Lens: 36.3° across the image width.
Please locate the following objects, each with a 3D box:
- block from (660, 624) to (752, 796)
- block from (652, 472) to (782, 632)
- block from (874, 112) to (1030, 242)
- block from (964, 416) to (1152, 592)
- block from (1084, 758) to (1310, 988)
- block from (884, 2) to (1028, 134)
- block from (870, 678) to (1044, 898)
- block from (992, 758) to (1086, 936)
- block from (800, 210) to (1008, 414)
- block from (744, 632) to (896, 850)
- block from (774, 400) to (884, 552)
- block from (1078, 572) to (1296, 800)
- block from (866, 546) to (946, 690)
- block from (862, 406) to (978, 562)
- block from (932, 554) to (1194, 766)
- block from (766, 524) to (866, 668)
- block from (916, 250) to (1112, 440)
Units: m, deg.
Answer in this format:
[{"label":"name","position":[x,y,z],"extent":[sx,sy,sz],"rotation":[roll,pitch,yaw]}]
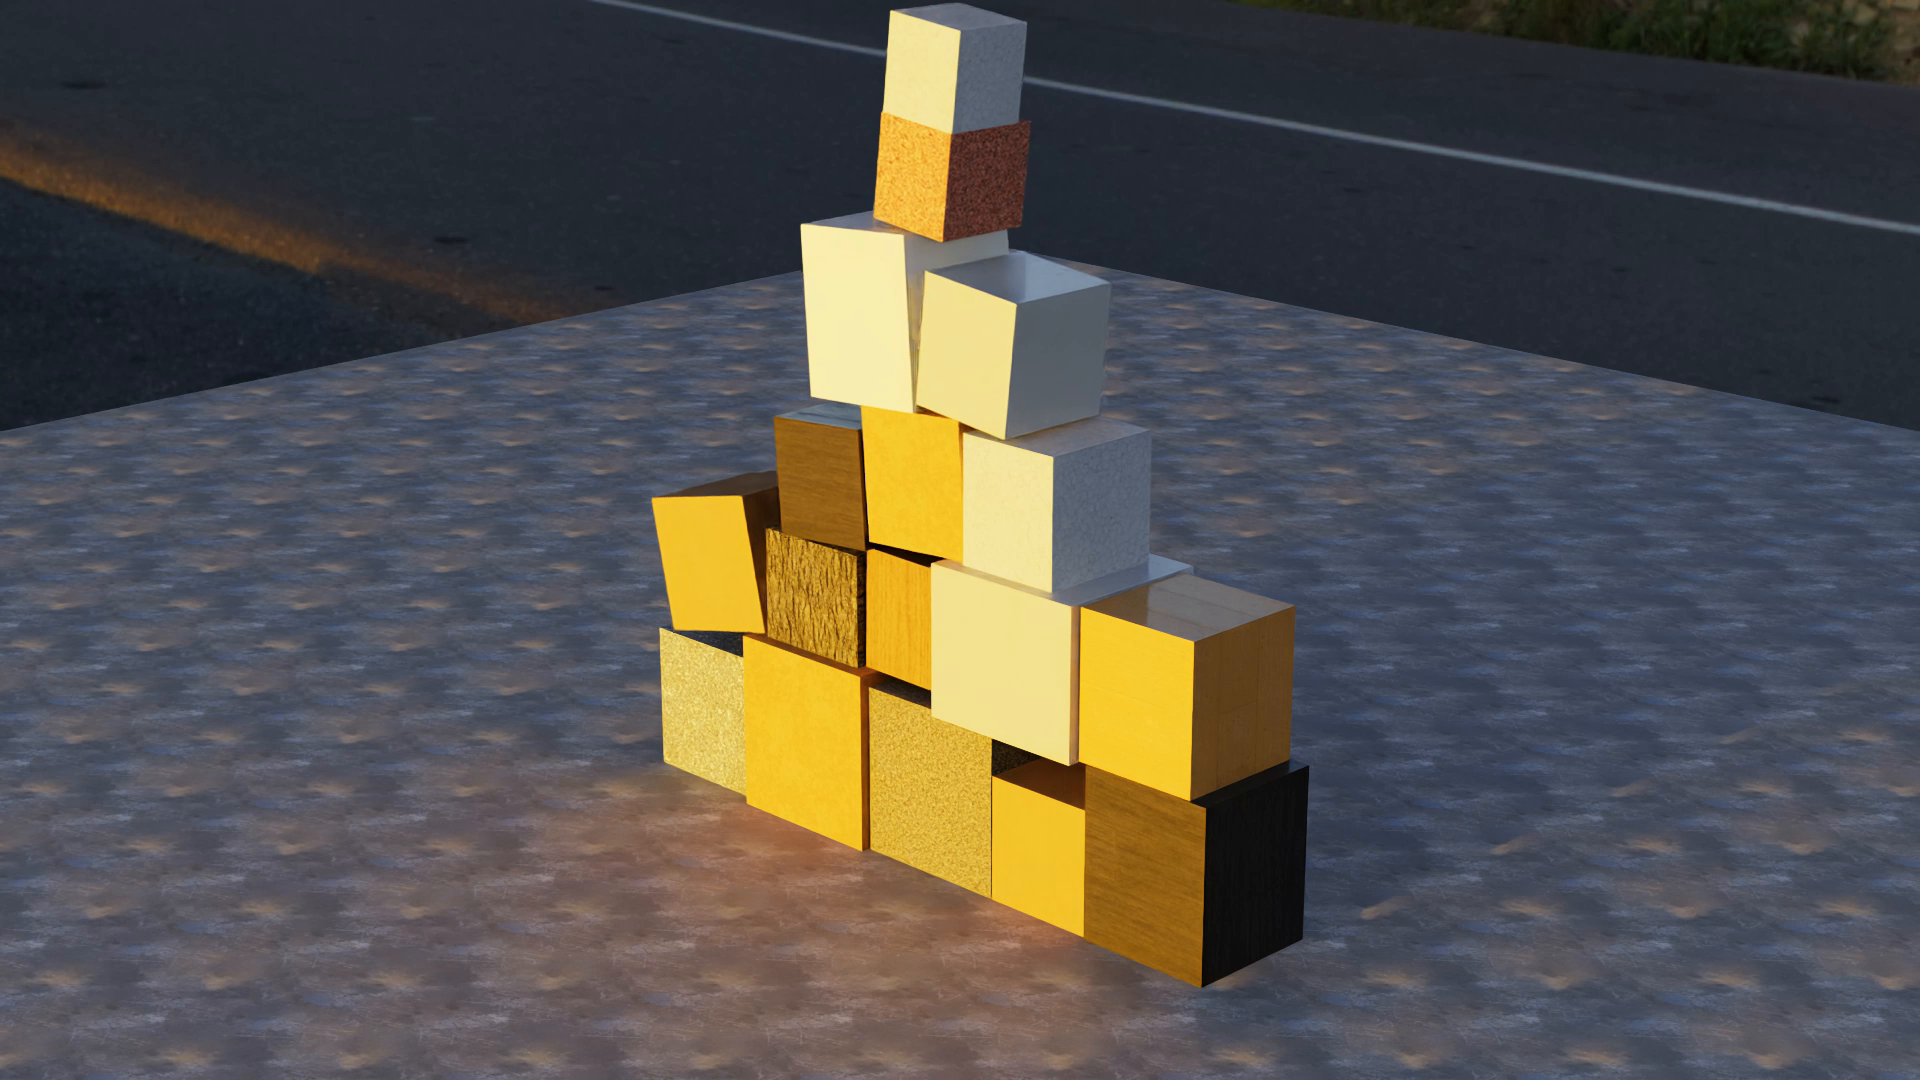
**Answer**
[{"label":"block","position":[-1.030,0.786,14.649],"extent":[0.611,0.716,0.700],"rotation":[-17,24,-42]},{"label":"block","position":[-0.993,0.050,14.410],"extent":[0.649,0.665,0.695],"rotation":[-17,11,-42]},{"label":"block","position":[-0.036,-1.629,12.891],"extent":[0.494,0.478,0.432],"rotation":[-17,31,-42]},{"label":"block","position":[0.425,-0.185,12.831],"extent":[0.533,0.602,0.627],"rotation":[17,24,42]},{"label":"block","position":[1.017,1.353,12.676],"extent":[0.680,0.817,0.675],"rotation":[-17,24,-42]},{"label":"block","position":[-0.023,-2.048,12.694],"extent":[0.409,0.446,0.426],"rotation":[-17,31,-42]},{"label":"block","position":[0.093,1.076,13.571],"extent":[0.659,0.808,0.789],"rotation":[-17,24,-42]},{"label":"block","position":[0.578,1.323,13.140],"extent":[0.660,0.596,0.565],"rotation":[-17,24,-42]},{"label":"block","position":[-0.234,-1.057,13.276],"extent":[0.646,0.793,0.666],"rotation":[-17,20,-42]},{"label":"block","position":[-0.469,0.873,14.124],"extent":[0.787,0.866,0.817],"rotation":[-17,24,-42]},{"label":"block","position":[-0.415,-0.331,13.683],"extent":[0.570,0.564,0.657],"rotation":[11,20,44]},{"label":"block","position":[0.965,0.614,12.501],"extent":[0.657,0.700,0.627],"rotation":[-17,24,-42]},{"label":"block","position":[-0.038,0.314,13.501],"extent":[0.553,0.582,0.557],"rotation":[-17,25,-42]},{"label":"block","position":[0.011,-0.322,13.253],"extent":[0.629,0.638,0.616],"rotation":[-17,20,-42]},{"label":"block","position":[0.450,0.452,13.011],"extent":[0.792,0.721,0.841],"rotation":[-17,24,-42]},{"label":"block","position":[-0.469,0.200,13.915],"extent":[0.640,0.544,0.627],"rotation":[-17,24,-42]},{"label":"block","position":[0.232,-0.860,12.827],"extent":[0.597,0.609,0.548],"rotation":[-17,30,-42]}]
